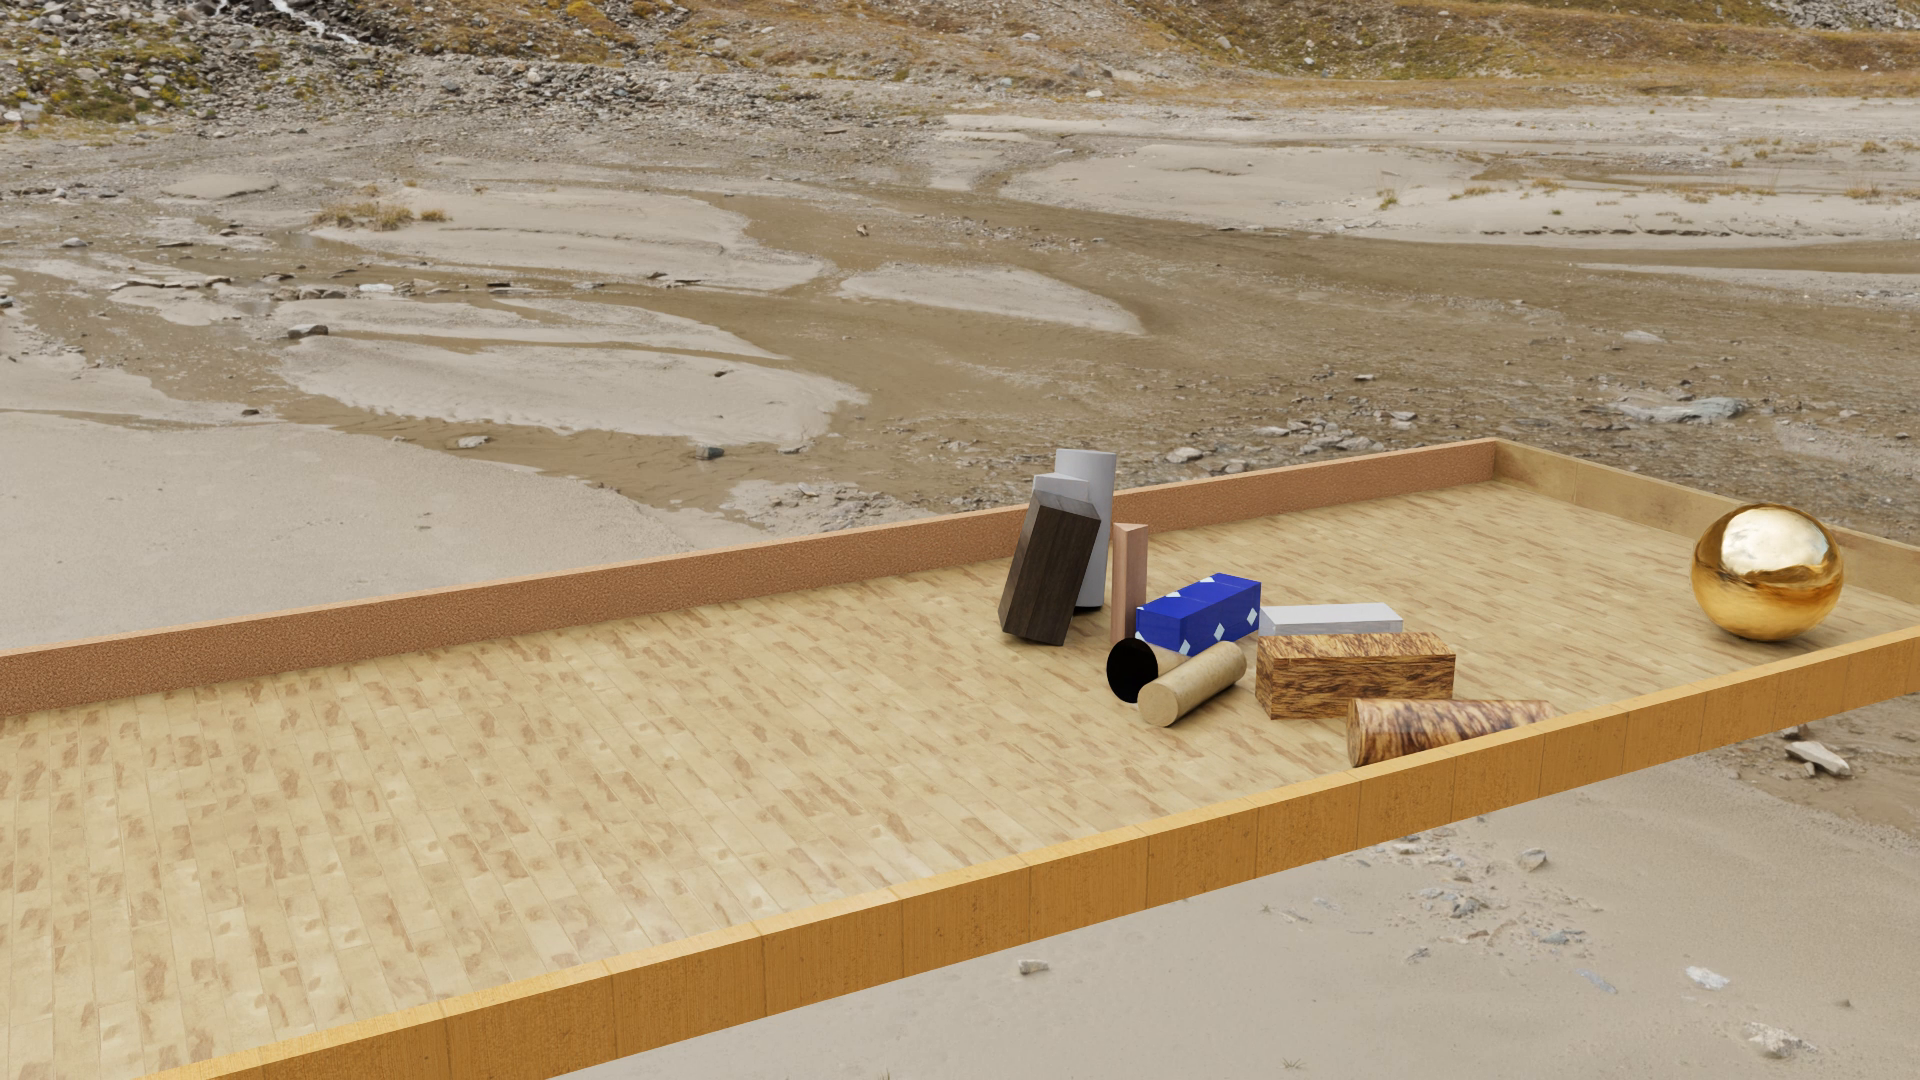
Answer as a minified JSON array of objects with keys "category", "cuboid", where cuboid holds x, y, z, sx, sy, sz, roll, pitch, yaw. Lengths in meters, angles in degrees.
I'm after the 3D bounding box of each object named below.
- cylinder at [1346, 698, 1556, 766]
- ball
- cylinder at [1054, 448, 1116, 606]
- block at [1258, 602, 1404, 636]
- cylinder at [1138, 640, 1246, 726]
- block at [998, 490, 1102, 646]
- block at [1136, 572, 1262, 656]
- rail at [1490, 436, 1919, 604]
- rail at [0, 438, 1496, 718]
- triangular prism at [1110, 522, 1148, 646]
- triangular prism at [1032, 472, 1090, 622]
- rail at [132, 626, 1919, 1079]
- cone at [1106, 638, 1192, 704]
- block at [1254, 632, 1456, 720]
[{"category":"cylinder","cuboid":[1.080,0.426,3.637,0.424,0.150,0.150,0,16,2]},{"category":"ball","cuboid":[2.155,0.085,4.410,0.369,0.369,0.369,0,16,0]},{"category":"cylinder","cuboid":[0.340,-0.037,4.676,0.171,0.429,0.171,5,6,0]},{"category":"block","cuboid":[0.950,0.254,4.245,0.332,0.138,0.138,-2,16,-6]},{"category":"cylinder","cuboid":[0.565,0.345,3.991,0.108,0.108,0.353,12,20,34]},{"category":"block","cuboid":[0.236,0.073,4.413,0.167,0.360,0.167,14,15,-7]},{"category":"block","cuboid":[0.639,0.210,4.400,0.135,0.135,0.401,14,21,38]},{"category":"rail","cuboid":[2.466,-0.048,5.253,0.050,0.150,2.100,-9,18,-27]},{"category":"rail","cuboid":[-3.305,0.497,3.399,12.000,0.150,0.050,-9,18,-27]},{"category":"triangular prism","cuboid":[0.433,0.121,4.357,0.078,0.329,0.090,14,20,42]},{"category":"triangular prism","cuboid":[0.251,0.014,4.590,0.152,0.393,0.131,6,9,-5]},{"category":"rail","cuboid":[-2.336,1.006,1.665,12.000,0.150,0.050,-9,18,-27]},{"category":"cone","cuboid":[0.540,0.320,4.127,0.160,0.160,0.352,16,10,43]},{"category":"block","cuboid":[0.948,0.326,3.972,0.436,0.155,0.155,-1,16,-4]}]
